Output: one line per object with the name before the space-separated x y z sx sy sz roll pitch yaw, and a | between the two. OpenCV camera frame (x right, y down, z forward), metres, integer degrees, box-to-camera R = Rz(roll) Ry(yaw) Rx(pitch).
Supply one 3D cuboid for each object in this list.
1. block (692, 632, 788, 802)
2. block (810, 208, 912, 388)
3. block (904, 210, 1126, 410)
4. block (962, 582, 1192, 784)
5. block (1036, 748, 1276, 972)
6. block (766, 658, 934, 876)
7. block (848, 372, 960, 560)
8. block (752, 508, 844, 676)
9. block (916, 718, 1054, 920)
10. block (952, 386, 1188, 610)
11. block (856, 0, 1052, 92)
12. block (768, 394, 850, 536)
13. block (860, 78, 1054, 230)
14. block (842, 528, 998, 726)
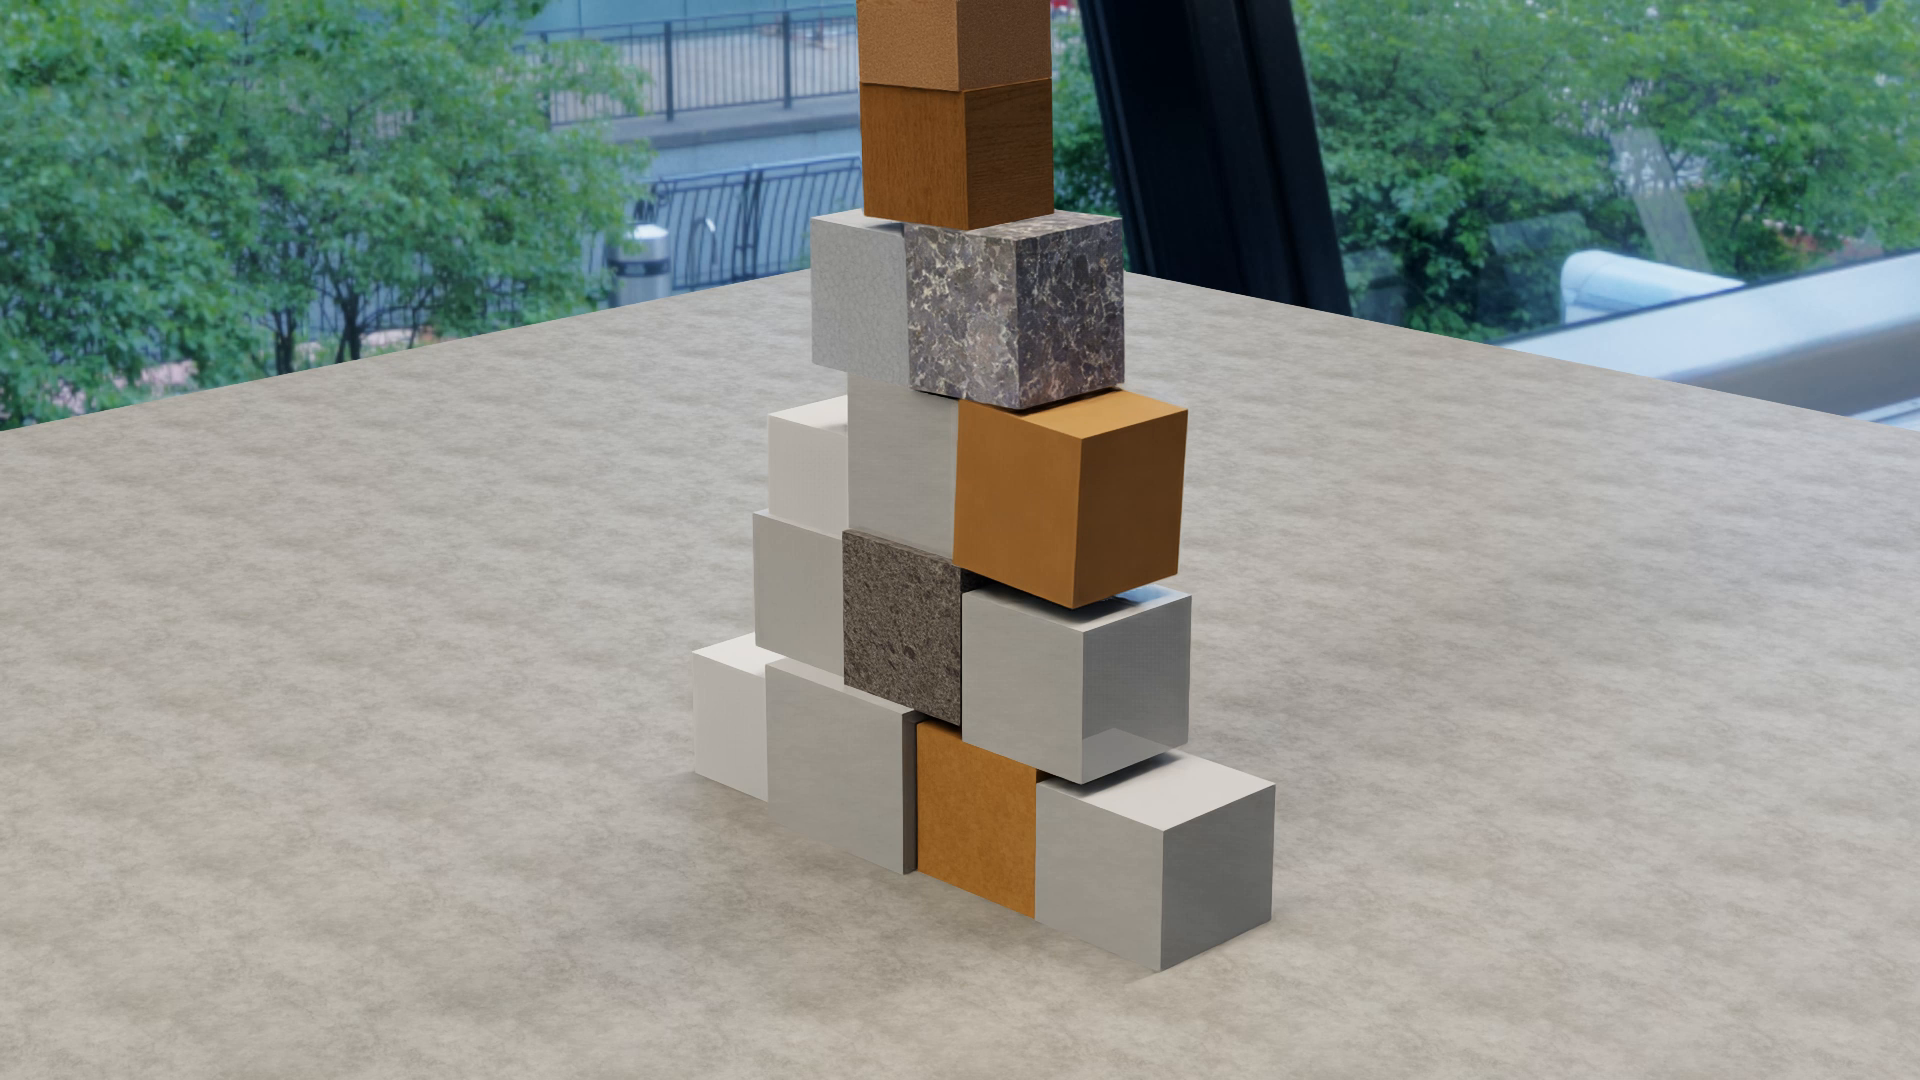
block | -0.858 0.864 14.526 0.619 0.641 0.696 -17 24 -42
block | -0.227 -1.124 13.246 0.632 0.672 0.629 17 24 42
block | 0.242 -1.026 12.760 0.667 0.724 0.667 -17 22 -42
block | 0.513 0.569 12.973 0.701 0.694 0.723 -17 24 -42
block | 0.855 1.373 12.888 0.742 0.652 0.737 -17 24 -42
block | -0.291 0.972 13.932 0.847 0.791 0.932 -17 24 -42
block | -0.033 -0.396 13.271 0.713 0.731 0.631 17 24 42
block | -0.522 0.195 13.971 0.620 0.669 0.683 -17 24 -42
block | 0.332 1.179 13.392 0.746 0.721 0.746 -17 24 -42
block | 0.475 -0.229 12.751 0.676 0.757 0.721 -17 27 -42
block | -0.029 -2.312 12.627 0.570 0.656 0.610 -17 22 -42
block | -0.500 -0.351 13.785 0.545 0.486 0.597 -17 24 -42
block | -0.013 -1.711 12.794 0.534 0.591 0.647 -17 22 -42
block | -0.017 0.319 13.452 0.762 0.743 0.708 17 24 42
